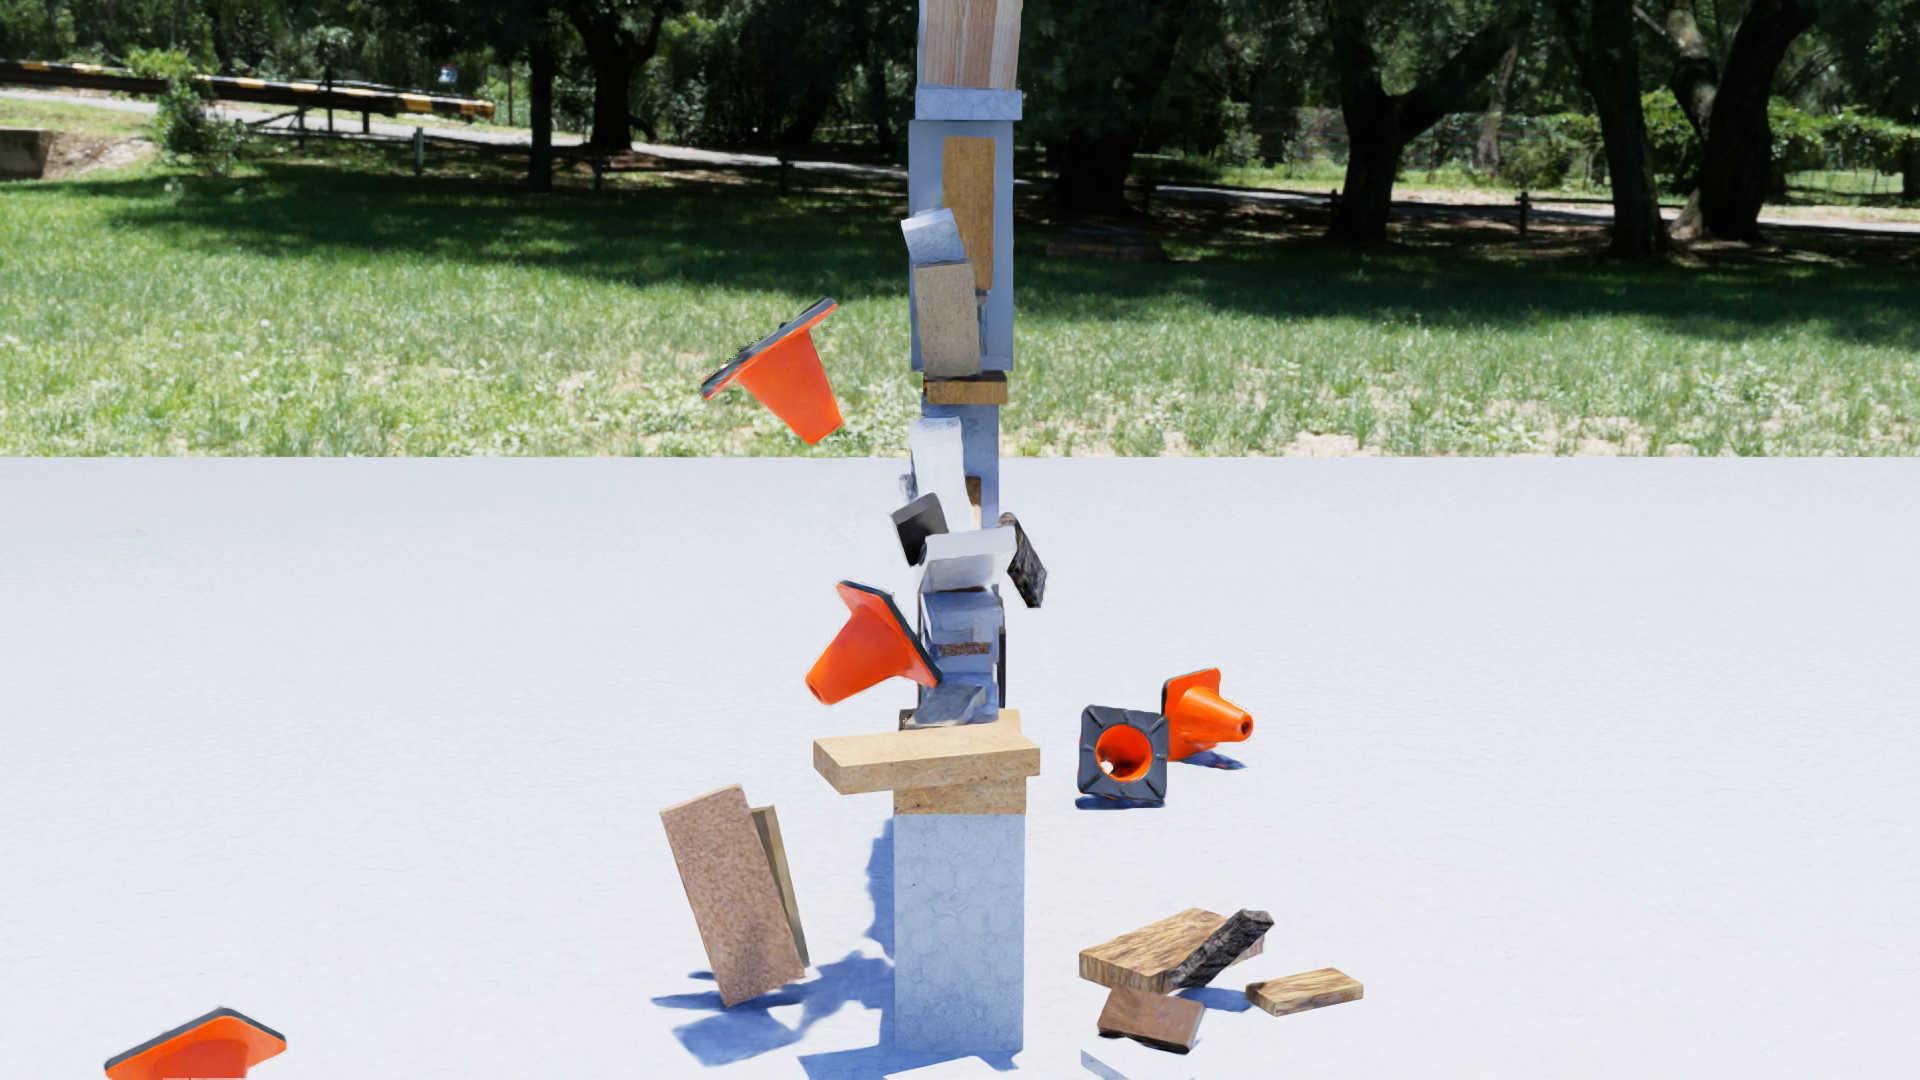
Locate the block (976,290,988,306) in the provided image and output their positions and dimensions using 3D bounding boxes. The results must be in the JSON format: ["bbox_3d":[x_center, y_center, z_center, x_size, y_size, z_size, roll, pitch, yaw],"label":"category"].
[{"bbox_3d":[0.012,-0.386,3.470,0.057,0.016,0.114,-1,14,-3],"label":"block"}]

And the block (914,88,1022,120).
[{"bbox_3d":[0.010,-0.717,3.628,0.167,0.047,0.334,0,11,-2],"label":"block"}]

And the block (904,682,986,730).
[{"bbox_3d":[-0.020,0.241,3.099,0.069,0.020,0.138,2,22,21],"label":"block"}]

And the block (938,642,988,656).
[{"bbox_3d":[-0.002,0.139,3.297,0.069,0.020,0.138,-3,18,-7],"label":"block"}]

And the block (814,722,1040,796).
[{"bbox_3d":[-0.045,0.291,2.944,0.275,0.039,0.138,-4,11,-18],"label":"block"}]

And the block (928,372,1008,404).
[{"bbox_3d":[0.010,-0.246,3.507,0.123,0.035,0.247,0,9,-1],"label":"block"}]

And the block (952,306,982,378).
[{"bbox_3d":[0.006,-0.313,3.451,0.057,0.114,0.016,0,11,1],"label":"block"}]

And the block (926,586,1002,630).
[{"bbox_3d":[0.003,0.090,3.290,0.091,0.026,0.183,-3,18,-8],"label":"block"}]

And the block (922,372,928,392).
[{"bbox_3d":[-0.001,-0.218,3.800,0.127,0.254,0.036,0,11,0],"label":"block"}]

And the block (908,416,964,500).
[{"bbox_3d":[-0.034,-0.108,3.331,0.079,0.158,0.022,-4,-22,-2],"label":"block"}]

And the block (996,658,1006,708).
[{"bbox_3d":[0.004,0.359,4.041,0.159,0.318,0.045,0,11,0],"label":"block"}]

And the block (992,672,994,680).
[{"bbox_3d":[0.001,0.197,3.350,0.098,0.028,0.195,-1,30,-1],"label":"block"}]

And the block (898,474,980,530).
[{"bbox_3d":[-0.026,-0.034,3.332,0.091,0.026,0.182,-12,50,-10],"label":"block"}]

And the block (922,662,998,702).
[{"bbox_3d":[-0.001,0.218,3.453,0.117,0.033,0.234,0,10,0],"label":"block"}]

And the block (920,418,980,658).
[{"bbox_3d":[-0.013,0.004,3.446,0.091,0.389,0.026,0,4,1],"label":"block"}]

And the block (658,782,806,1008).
[{"bbox_3d":[-0.331,0.515,3.196,0.123,0.298,0.035,-19,3,-13],"label":"block"}]

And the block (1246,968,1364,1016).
[{"bbox_3d":[0.505,0.662,3.223,0.155,0.022,0.077,-5,12,-26],"label":"block"}]

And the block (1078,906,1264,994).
[{"bbox_3d":[0.324,0.629,3.353,0.138,0.039,0.275,10,15,44],"label":"block"}]

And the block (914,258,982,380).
[{"bbox_3d":[-0.018,-0.340,3.386,0.091,0.182,0.026,-5,27,0],"label":"block"}]

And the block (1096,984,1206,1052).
[{"bbox_3d":[0.267,0.670,3.081,0.138,0.020,0.069,6,51,29],"label":"block"}]

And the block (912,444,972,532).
[{"bbox_3d":[-0.024,-0.052,3.282,0.071,0.186,0.020,-7,-22,-5],"label":"block"}]

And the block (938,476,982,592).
[{"bbox_3d":[-0.013,-0.011,3.347,0.091,0.026,0.212,-1,49,0],"label":"block"}]

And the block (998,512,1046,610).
[{"bbox_3d":[0.092,0.031,3.327,0.020,0.142,0.071,-10,45,23],"label":"block"}]

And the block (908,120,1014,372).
[{"bbox_3d":[0.003,-0.476,3.561,0.167,0.401,0.047,0,10,2],"label":"block"}]

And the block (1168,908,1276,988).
[{"bbox_3d":[0.382,0.598,3.213,0.077,0.155,0.022,17,33,-52],"label":"block"}]

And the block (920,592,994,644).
[{"bbox_3d":[-0.006,0.111,3.308,0.091,0.026,0.183,-3,18,-6],"label":"block"}]

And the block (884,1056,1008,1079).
[{"bbox_3d":[0.026,0.734,2.785,0.138,0.039,0.275,-6,12,-28],"label":"block"}]

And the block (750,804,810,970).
[{"bbox_3d":[-0.311,0.526,3.272,0.123,0.247,0.035,-11,3,21],"label":"block"}]

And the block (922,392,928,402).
[{"bbox_3d":[0.000,-0.117,3.592,0.123,0.247,0.035,0,10,1],"label":"block"}]

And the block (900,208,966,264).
[{"bbox_3d":[-0.034,-0.439,3.381,0.079,0.157,0.022,-14,54,4],"label":"block"}]

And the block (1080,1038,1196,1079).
[{"bbox_3d":[0.238,0.712,2.952,0.077,0.022,0.155,-6,12,-31],"label":"block"}]

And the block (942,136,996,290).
[{"bbox_3d":[0.013,-0.512,3.445,0.079,0.235,0.022,2,9,4],"label":"block"}]

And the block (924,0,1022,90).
[{"bbox_3d":[0.024,-0.833,3.375,0.145,0.290,0.041,4,43,-1],"label":"block"}]

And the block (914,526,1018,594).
[{"bbox_3d":[0.005,0.030,3.139,0.123,0.035,0.247,-6,-11,-6],"label":"block"}]

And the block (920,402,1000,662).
[{"bbox_3d":[0.000,-0.012,3.476,0.123,0.410,0.035,0,4,1],"label":"block"}]

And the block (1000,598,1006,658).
[{"bbox_3d":[0.004,0.162,4.111,0.159,0.045,0.318,0,11,0],"label":"block"}]

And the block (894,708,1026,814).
[{"bbox_3d":[0.000,0.308,3.098,0.177,0.050,0.355,0,10,0],"label":"block"}]

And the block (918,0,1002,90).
[{"bbox_3d":[0.005,-0.888,3.612,0.145,0.290,0.041,1,22,0],"label":"block"}]

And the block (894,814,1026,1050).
[{"bbox_3d":[-0.001,0.528,3.027,0.177,0.355,0.050,0,13,0],"label":"block"}]

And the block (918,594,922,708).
[{"bbox_3d":[-0.008,0.167,3.592,0.121,0.241,0.034,0,10,-3],"label":"block"}]

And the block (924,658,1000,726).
[{"bbox_3d":[0.001,0.225,3.221,0.098,0.028,0.195,-2,22,-3],"label":"block"}]

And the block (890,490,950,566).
[{"bbox_3d":[-0.055,-0.015,3.155,0.071,0.020,0.142,-29,-25,-6],"label":"block"}]

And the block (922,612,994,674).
[{"bbox_3d":[-0.005,0.153,3.330,0.098,0.028,0.195,-2,18,-3],"label":"block"}]
